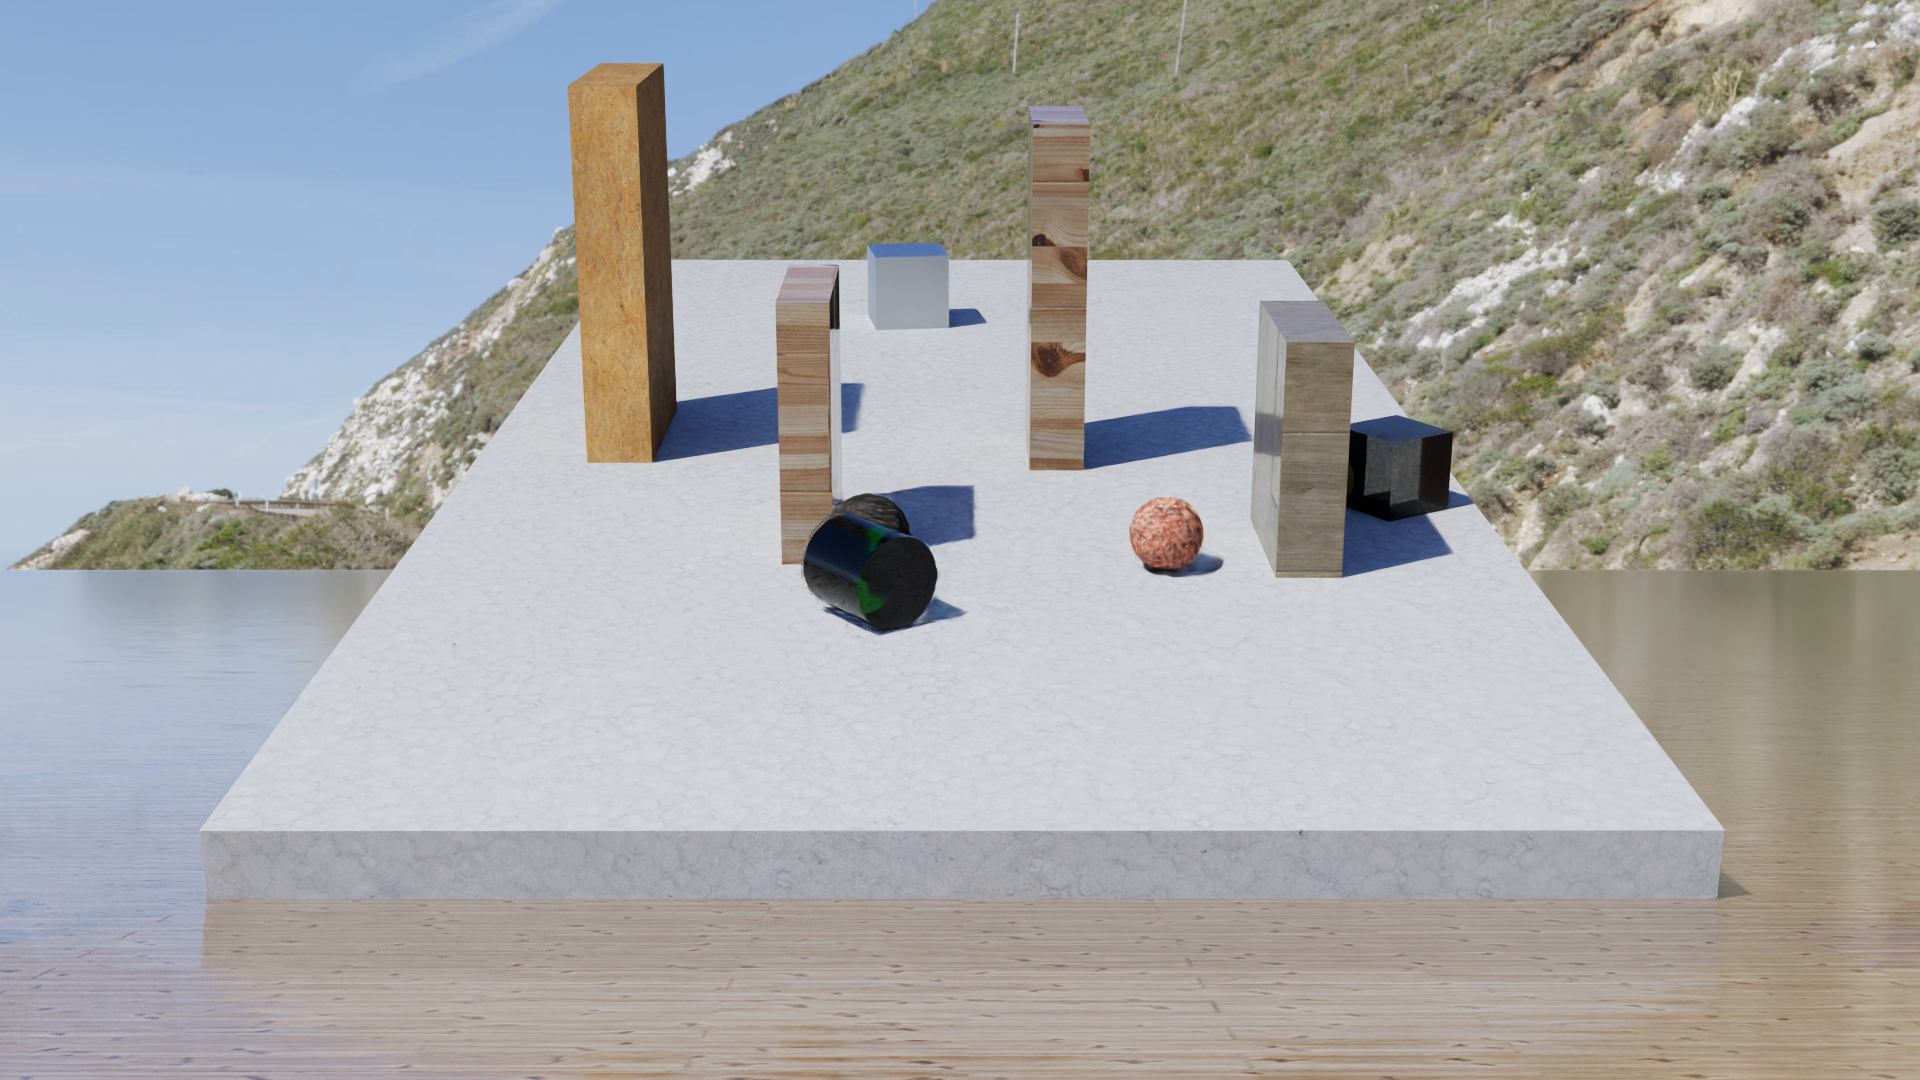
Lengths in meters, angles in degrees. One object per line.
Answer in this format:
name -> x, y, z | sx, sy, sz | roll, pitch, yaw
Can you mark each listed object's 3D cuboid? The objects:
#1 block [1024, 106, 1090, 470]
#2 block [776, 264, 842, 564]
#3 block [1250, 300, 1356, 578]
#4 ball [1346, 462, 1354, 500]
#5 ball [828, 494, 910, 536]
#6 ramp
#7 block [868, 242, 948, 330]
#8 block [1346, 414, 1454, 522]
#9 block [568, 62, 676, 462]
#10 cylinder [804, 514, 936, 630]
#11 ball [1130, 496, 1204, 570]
block -> 0.197, -0.520, 4.588 | 0.110, 0.699, 0.296 | 0, 18, 0
block -> -0.271, -0.234, 4.064 | 0.092, 0.474, 0.343 | 0, 18, 0
block -> 0.609, -0.187, 4.006 | 0.116, 0.421, 0.344 | 0, 18, 0
ball -> 0.691, -0.114, 4.269 | 0.122, 0.122, 0.122 | 0, -1, 0
ball -> -0.159, -0.006, 3.862 | 0.148, 0.148, 0.148 | 0, -1, 0
ramp -> -0.003, -0.184, 4.847 | 2.000, 0.100, 4.000 | 0, 18, 0
block -> -0.137, -0.668, 5.877 | 0.191, 0.191, 0.191 | -3, 18, -8
block -> 0.833, -0.140, 4.298 | 0.153, 0.153, 0.153 | -11, 21, -31
block -> -0.701, -0.590, 4.693 | 0.134, 0.766, 0.438 | 0, 18, 0
cylinder -> -0.149, 0.052, 3.691 | 0.158, 0.158, 0.158 | 0, 14, -39
ball -> 0.364, -0.012, 3.937 | 0.130, 0.130, 0.130 | 0, -1, 0
